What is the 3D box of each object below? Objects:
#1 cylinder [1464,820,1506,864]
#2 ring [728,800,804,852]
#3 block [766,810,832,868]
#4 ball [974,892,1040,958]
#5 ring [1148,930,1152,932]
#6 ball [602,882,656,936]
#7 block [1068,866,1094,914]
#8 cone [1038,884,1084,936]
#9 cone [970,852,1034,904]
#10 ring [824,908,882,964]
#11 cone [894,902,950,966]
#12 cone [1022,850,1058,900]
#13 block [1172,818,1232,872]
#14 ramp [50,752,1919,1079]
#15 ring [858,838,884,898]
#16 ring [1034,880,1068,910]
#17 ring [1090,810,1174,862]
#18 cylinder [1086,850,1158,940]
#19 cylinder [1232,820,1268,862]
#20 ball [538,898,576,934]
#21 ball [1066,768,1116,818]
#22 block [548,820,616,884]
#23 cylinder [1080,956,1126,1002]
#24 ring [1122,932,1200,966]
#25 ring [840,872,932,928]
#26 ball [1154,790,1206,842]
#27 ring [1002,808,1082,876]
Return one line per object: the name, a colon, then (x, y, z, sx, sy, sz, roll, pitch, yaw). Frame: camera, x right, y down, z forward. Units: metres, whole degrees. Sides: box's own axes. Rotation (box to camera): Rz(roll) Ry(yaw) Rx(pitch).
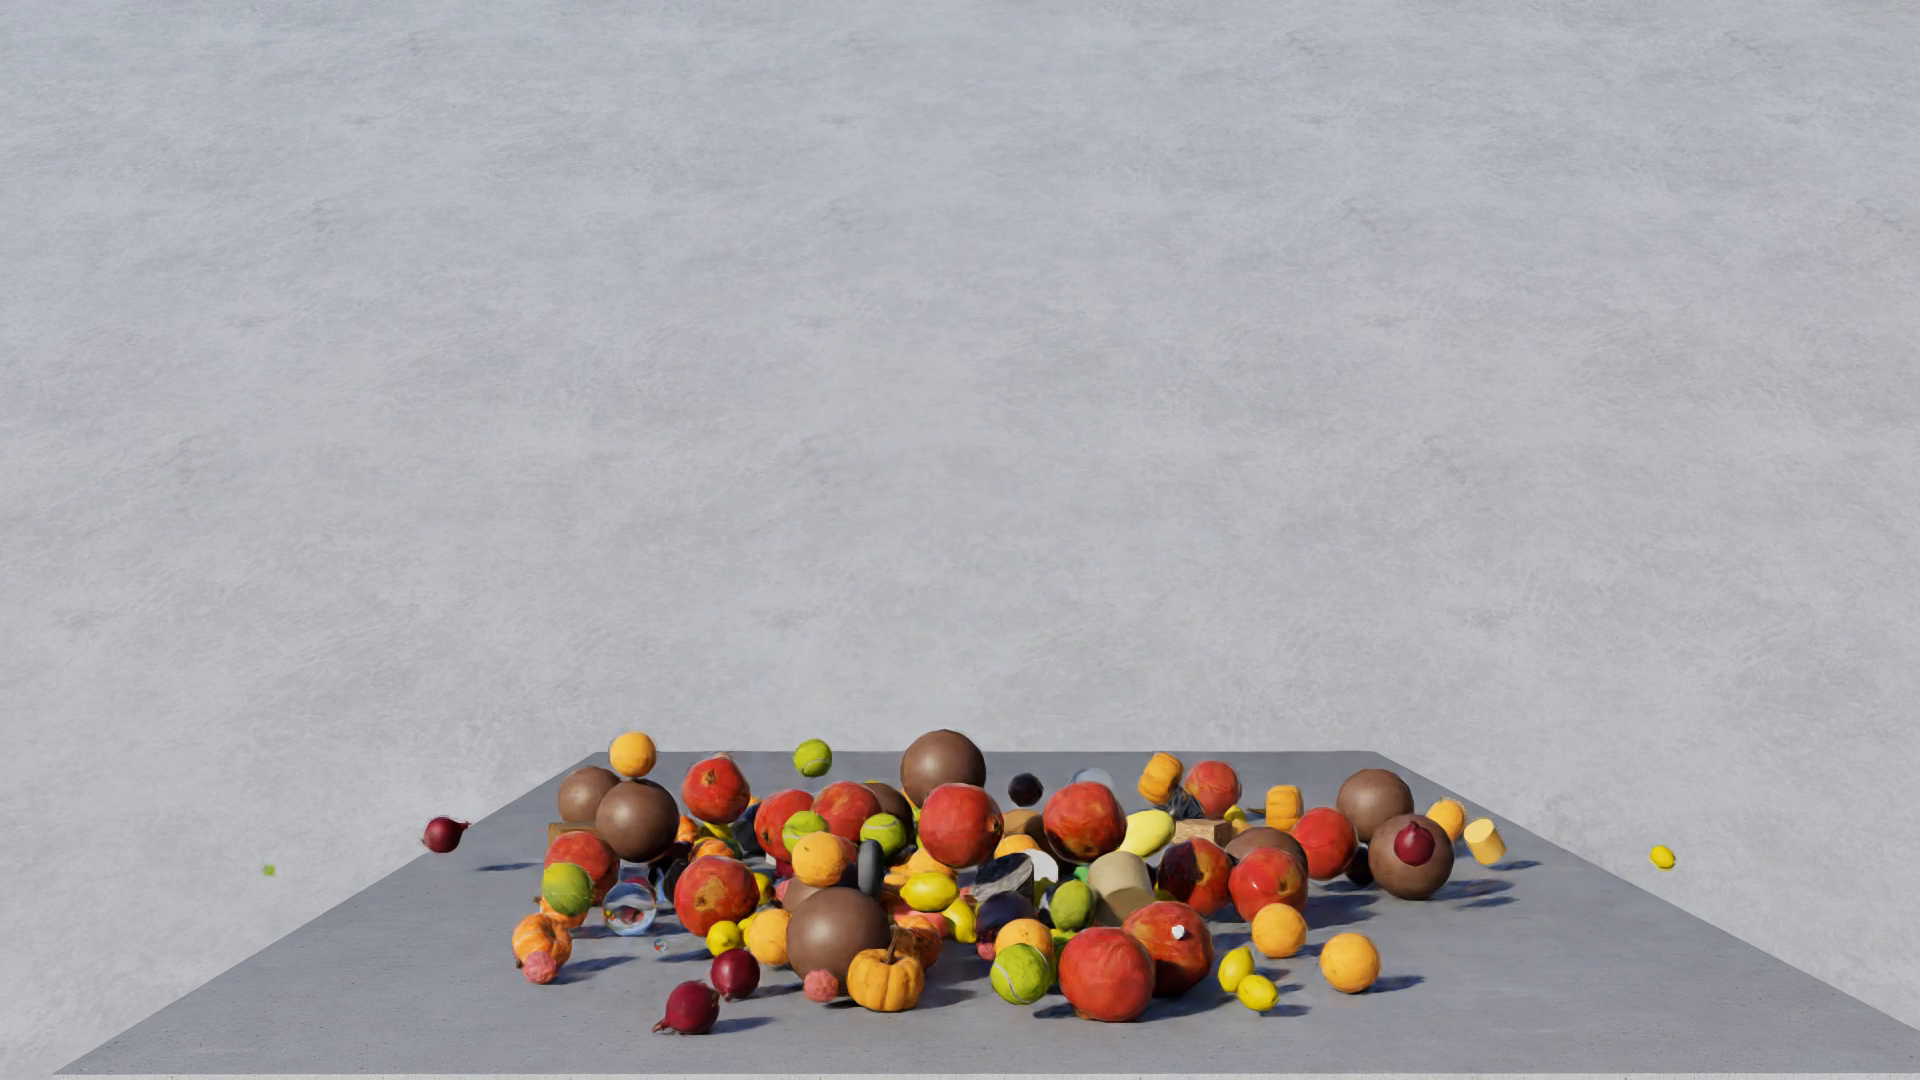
cylinder: (0.863, 0.496, 4.257, 0.052, 0.052, 0.052, -25, 30, 16)
ring: (-0.329, 0.496, 4.477, 0.145, 0.145, 0.048, -6, 59, -11)
block: (-0.270, 0.500, 4.331, 0.086, 0.086, 0.086, 2, 1, -23)
ball: (0.060, 0.493, 3.320, 0.084, 0.084, 0.084, 0, 30, 0)
ring: (0.214, 0.497, 3.469, 0.037, 0.112, 0.112, -39, 39, -6)
ball: (-0.457, 0.509, 3.568, 0.075, 0.075, 0.075, 0, 30, 0)
block: (0.194, 0.506, 3.710, 0.061, 0.061, 0.061, 16, -8, -8)
cone: (0.112, 0.502, 3.395, 0.071, 0.071, 0.071, 40, 22, -20)
cone: (0.076, 0.479, 3.415, 0.093, 0.093, 0.093, -25, 25, 12)
ring: (-0.135, 0.505, 3.295, 0.081, 0.027, 0.081, 24, 37, -19)
cone: (-0.063, 0.523, 3.345, 0.077, 0.077, 0.077, 10, 40, 18)
cone: (0.101, 0.494, 3.673, 0.078, 0.078, 0.078, -2, 49, 2)
block: (0.402, 0.508, 4.308, 0.076, 0.076, 0.076, 0, 0, 28)
ramp: (0.067, 0.596, 4.652, 2.000, 0.100, 4.000, 0, 0, 0)
ring: (-0.114, 0.422, 3.321, 0.026, 0.077, 0.077, 0, 30, 7)
ring: (0.102, 0.526, 3.857, 0.121, 0.040, 0.121, -1, 0, 0)
ring: (0.260, 0.451, 3.899, 0.138, 0.046, 0.138, -24, 8, 3)
cylinder: (0.211, 0.461, 3.363, 0.082, 0.082, 0.082, -3, 28, -5)
cylinder: (0.481, 0.505, 4.352, 0.055, 0.055, 0.055, 23, 24, -20)
ball: (-0.559, 0.521, 3.590, 0.051, 0.051, 0.051, 0, 30, 0)
ball: (0.256, 0.495, 5.065, 0.100, 0.100, 0.100, 0, 30, 0)
block: (-0.609, 0.502, 4.158, 0.090, 0.090, 0.090, 0, 0, -21)
cylinder: (0.170, 0.519, 3.059, 0.054, 0.054, 0.054, -1, 30, 4)
ring: (0.260, 0.529, 3.350, 0.103, 0.034, 0.103, -3, -1, 0)
ring: (-0.105, 0.512, 3.687, 0.131, 0.044, 0.131, 4, 17, -1)
ball: (0.395, 0.499, 4.661, 0.093, 0.093, 0.093, 0, 30, 0)
ring: (0.132, 0.490, 4.191, 0.146, 0.146, 0.049, 21, 64, 32)
